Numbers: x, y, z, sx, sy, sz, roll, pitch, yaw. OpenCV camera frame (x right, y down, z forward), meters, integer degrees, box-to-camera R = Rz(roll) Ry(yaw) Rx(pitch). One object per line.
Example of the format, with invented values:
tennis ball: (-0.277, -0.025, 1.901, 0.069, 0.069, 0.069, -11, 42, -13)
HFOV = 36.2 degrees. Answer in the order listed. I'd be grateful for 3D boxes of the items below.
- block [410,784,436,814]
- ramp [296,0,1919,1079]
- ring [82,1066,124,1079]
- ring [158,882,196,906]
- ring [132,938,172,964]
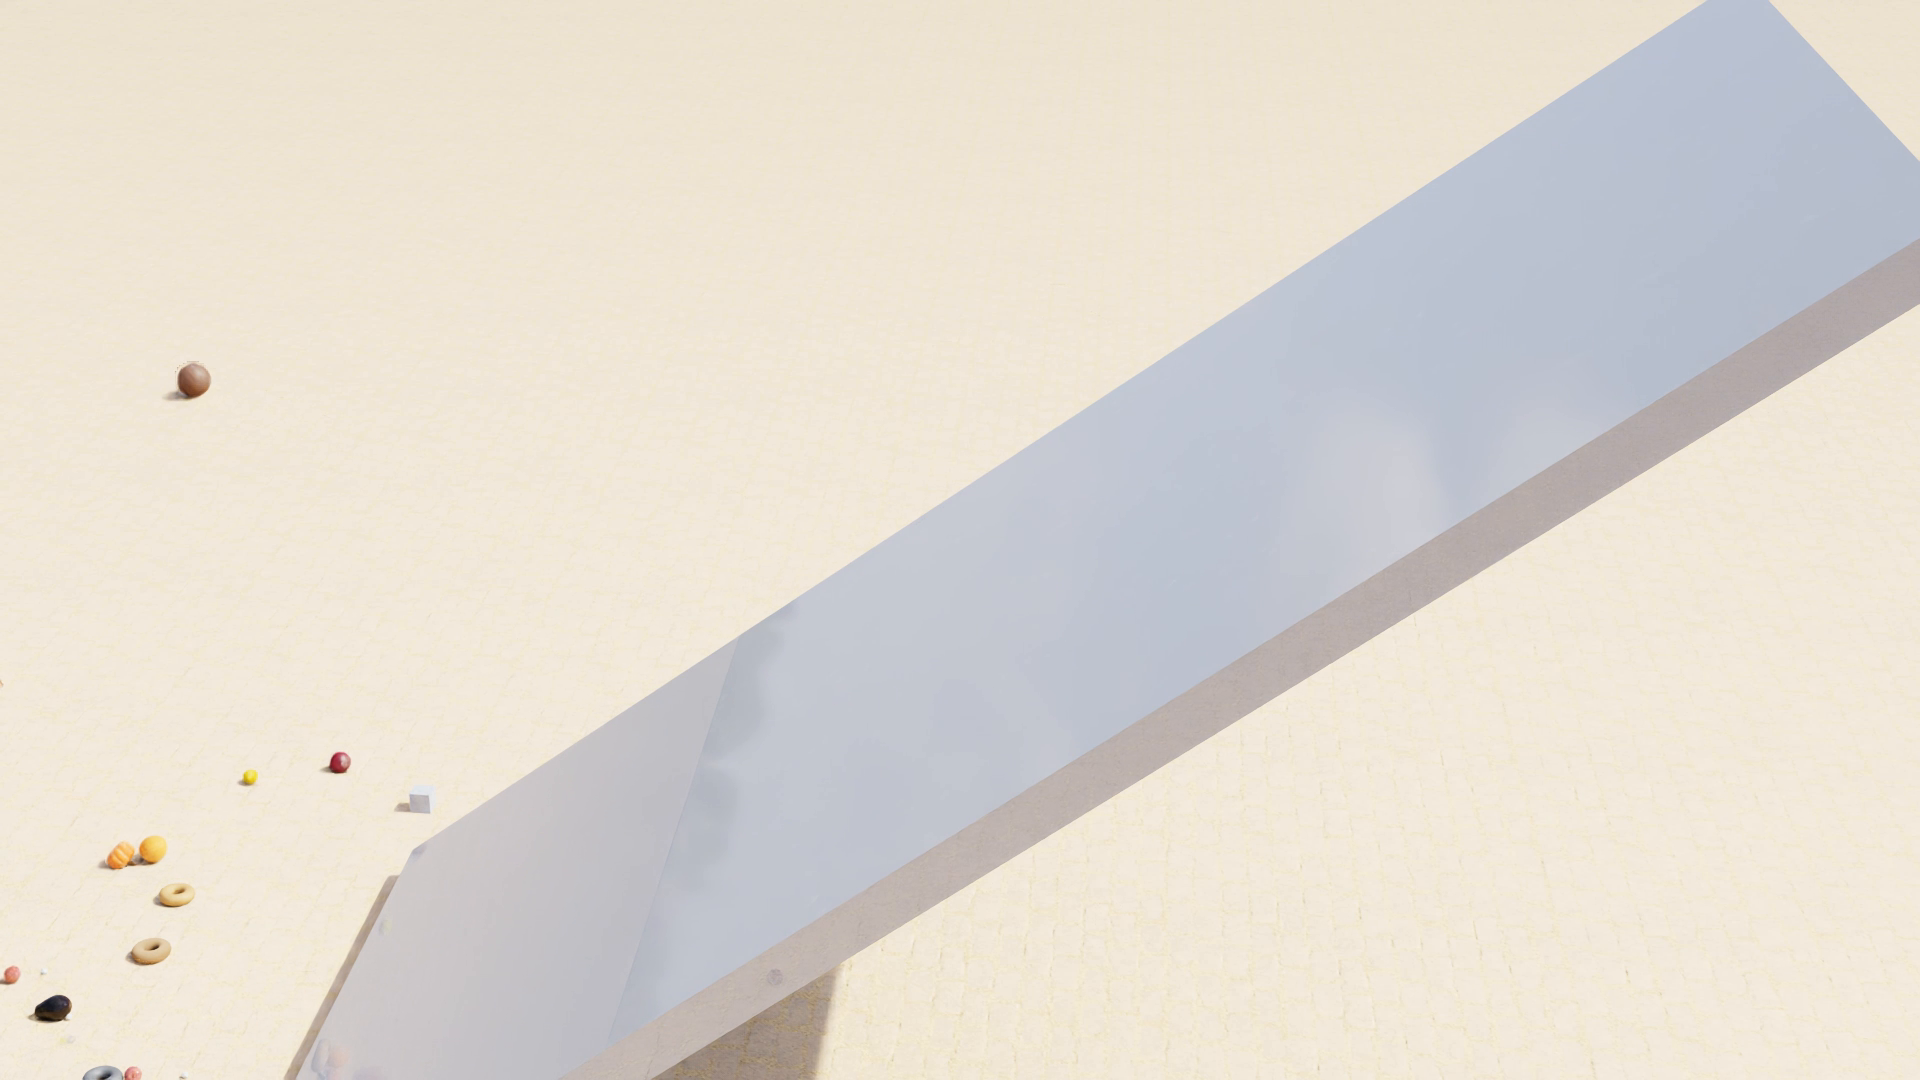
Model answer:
block: (-1.488, 0.718, 8.148, 0.058, 0.058, 0.058, 3, 22, 7)
ramp: (0.133, 0.176, 6.311, 4.000, 0.100, 2.000, -33, 16, 16)
ring: (-1.995, 1.255, 6.843, 0.094, 0.031, 0.094, 0, 23, 0)
ring: (-2.042, 0.924, 7.670, 0.094, 0.031, 0.094, 1, 22, 0)
ring: (-2.033, 1.033, 7.397, 0.098, 0.033, 0.098, -1, 23, 0)
